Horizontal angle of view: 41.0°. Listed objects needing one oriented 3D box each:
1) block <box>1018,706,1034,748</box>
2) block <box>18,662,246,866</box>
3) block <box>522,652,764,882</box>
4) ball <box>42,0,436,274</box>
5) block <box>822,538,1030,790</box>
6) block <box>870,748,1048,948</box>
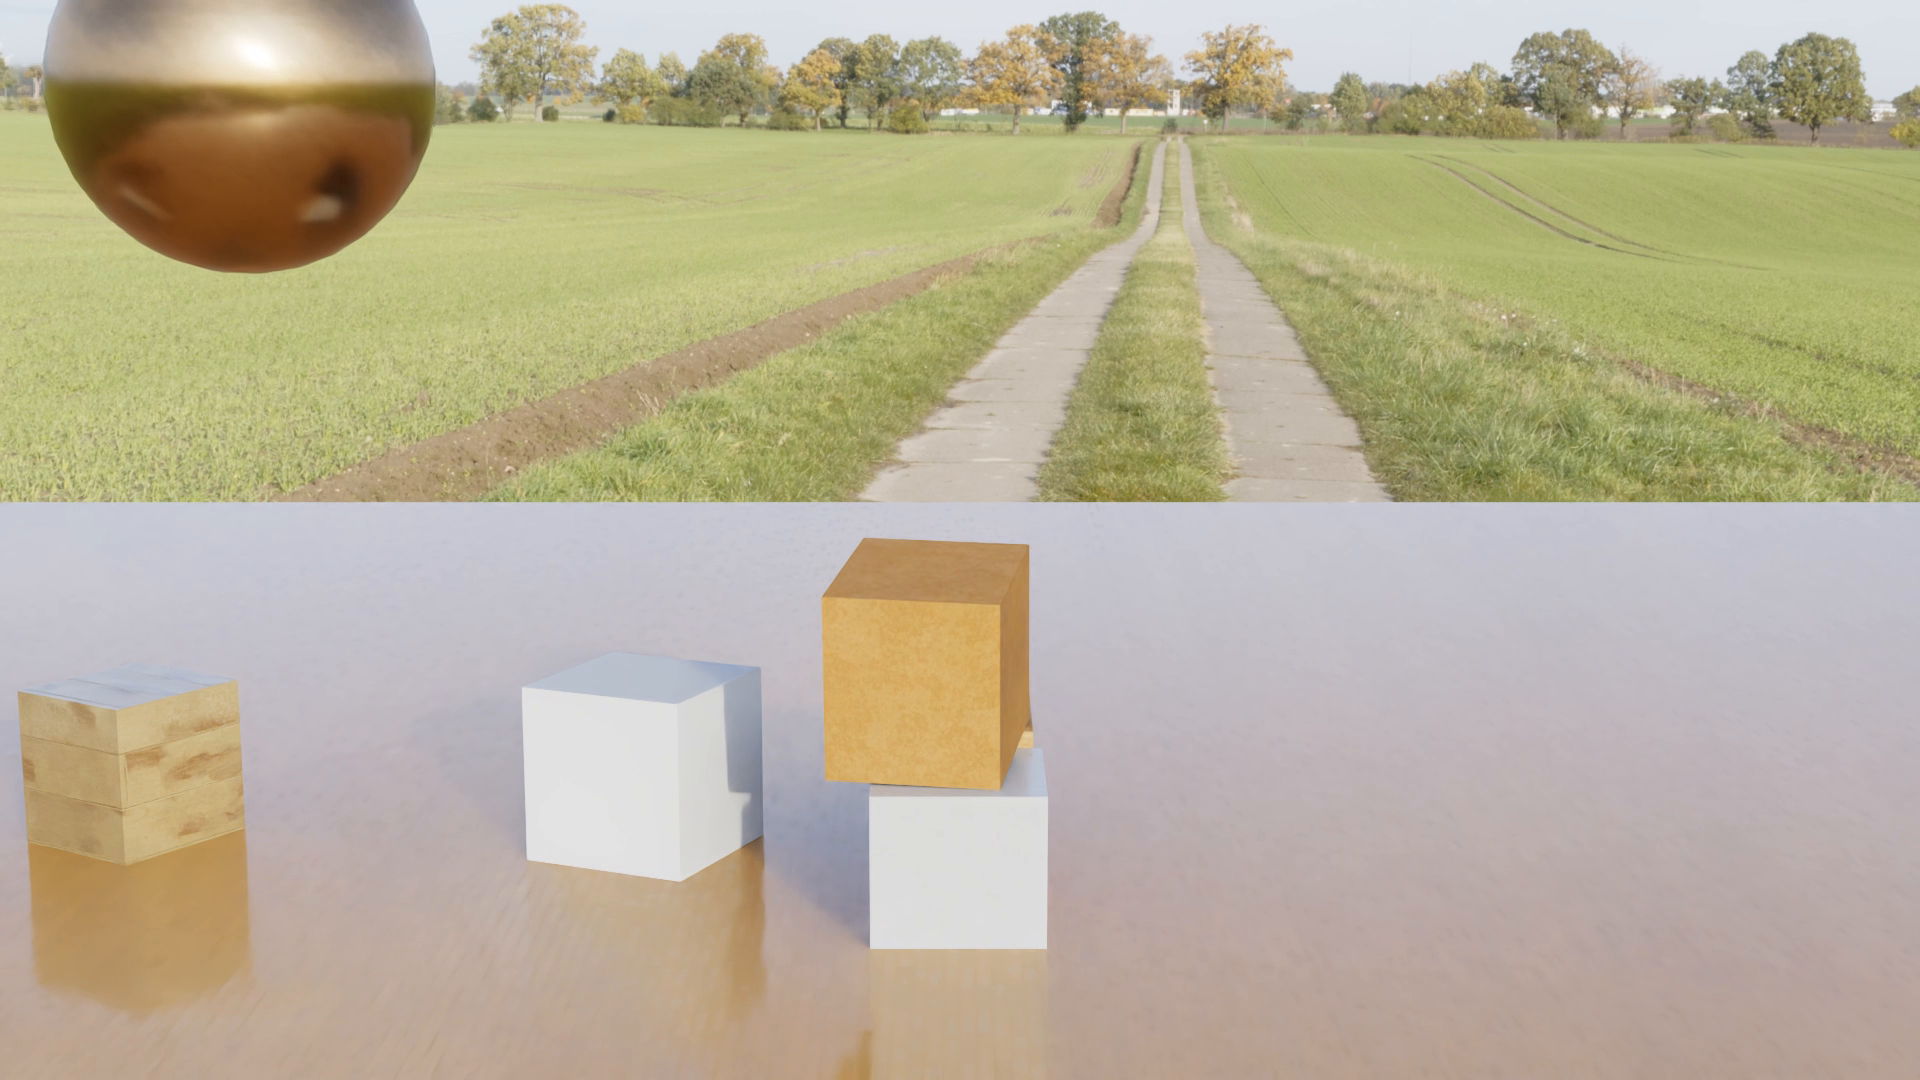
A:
[{"bbox_3d":[0.013,1.113,11.460,0.609,0.710,0.696,0,10,0],"label":"block"},{"bbox_3d":[-3.843,1.025,11.921,0.677,0.719,0.699,7,12,32],"label":"block"},{"bbox_3d":[-1.438,1.018,11.726,0.795,0.803,0.775,4,11,23],"label":"block"},{"bbox_3d":[-3.025,-1.926,10.830,1.600,1.600,1.600,0,10,0],"label":"ball"},{"bbox_3d":[-0.127,0.502,10.752,0.724,0.789,0.857,2,17,9],"label":"block"},{"bbox_3d":[-0.006,1.280,10.740,0.719,0.640,0.754,0,10,0],"label":"block"}]
